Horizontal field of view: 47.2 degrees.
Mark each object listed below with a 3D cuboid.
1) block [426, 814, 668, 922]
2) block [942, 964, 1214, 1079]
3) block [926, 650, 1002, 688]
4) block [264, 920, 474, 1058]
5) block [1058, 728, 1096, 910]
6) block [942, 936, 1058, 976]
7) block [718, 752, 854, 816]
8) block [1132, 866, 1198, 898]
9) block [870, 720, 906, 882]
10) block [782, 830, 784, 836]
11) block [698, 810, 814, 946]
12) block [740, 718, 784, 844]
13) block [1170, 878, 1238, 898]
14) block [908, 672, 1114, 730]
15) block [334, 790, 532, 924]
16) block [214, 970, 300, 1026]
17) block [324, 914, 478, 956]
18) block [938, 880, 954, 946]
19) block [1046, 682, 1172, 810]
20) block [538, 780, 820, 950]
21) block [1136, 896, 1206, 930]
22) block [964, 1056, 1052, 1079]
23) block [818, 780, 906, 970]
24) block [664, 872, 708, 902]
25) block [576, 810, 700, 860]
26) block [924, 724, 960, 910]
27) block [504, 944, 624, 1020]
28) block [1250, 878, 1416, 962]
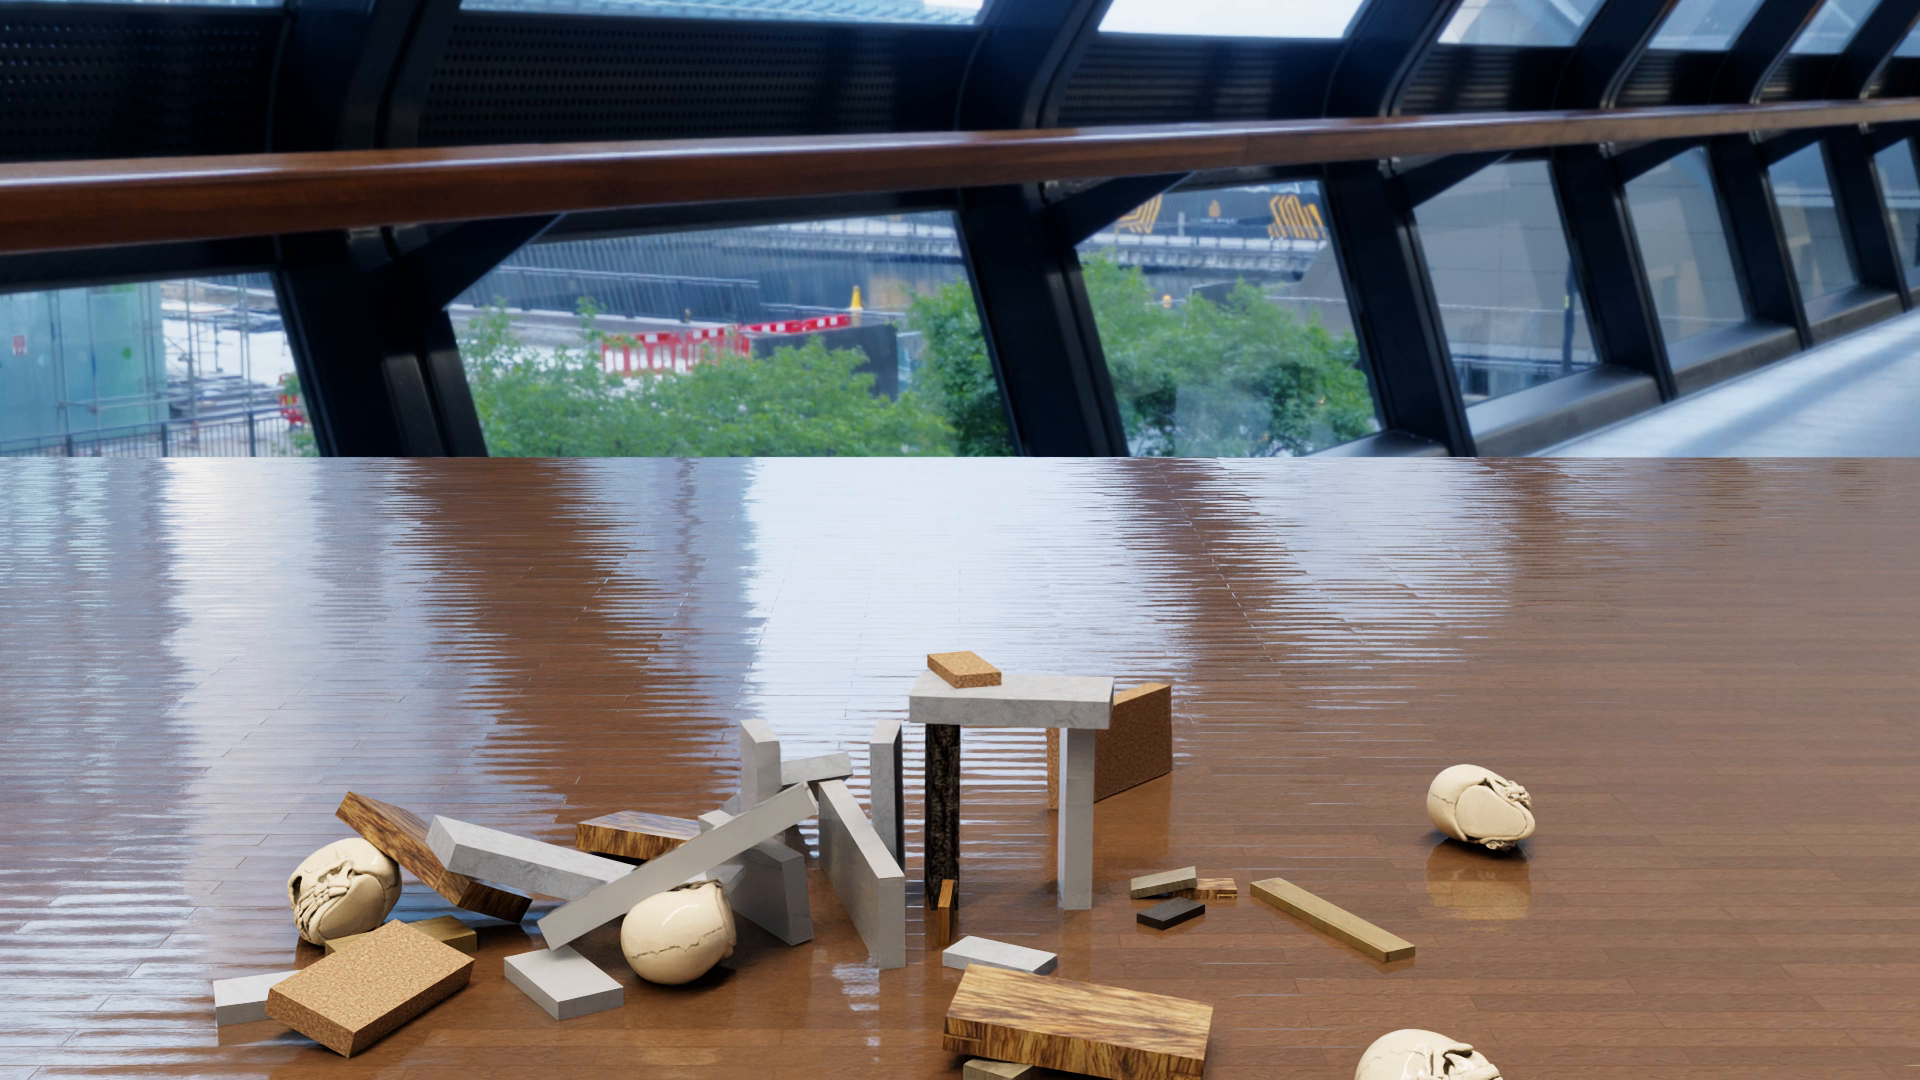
[{"bbox_3d":[-0.662,0.527,3.525,0.360,0.045,0.158,20,1,-27],"label":"block"},{"bbox_3d":[0.165,0.666,3.010,0.347,0.049,0.174,8,14,9],"label":"block"},{"bbox_3d":[0.006,0.214,3.635,0.078,0.022,0.157,-3,11,-18],"label":"block"},{"bbox_3d":[-0.845,0.641,3.166,0.145,0.041,0.291,22,17,17],"label":"block"},{"bbox_3d":[0.192,0.432,3.642,0.045,0.320,0.160,0,11,-1],"label":"block"},{"bbox_3d":[0.061,0.639,3.346,0.157,0.022,0.078,6,12,30],"label":"block"},{"bbox_3d":[-0.314,0.449,3.916,0.145,0.041,0.291,-6,-19,-29],"label":"block"},{"bbox_3d":[0.340,0.570,3.661,0.109,0.015,0.054,-13,10,7],"label":"block"},{"bbox_3d":[-0.119,0.453,3.639,0.040,0.281,0.140,0,10,4],"label":"block"},{"bbox_3d":[-0.312,0.515,3.725,0.018,0.128,0.064,-3,11,-16],"label":"block"},{"bbox_3d":[-0.331,0.540,3.541,0.040,0.140,0.281,-15,17,-31],"label":"block"},{"bbox_3d":[-0.328,0.451,3.647,0.040,0.281,0.140,-4,11,-16],"label":"block"},{"bbox_3d":[0.404,0.582,3.672,0.109,0.015,0.054,0,11,-1],"label":"block"},{"bbox_3d":[0.086,0.260,3.573,0.319,0.045,0.160,1,11,7],"label":"block"},{"bbox_3d":[-0.850,0.512,3.549,0.316,0.045,0.158,27,-5,33],"label":"block"},{"bbox_3d":[-0.978,0.661,3.206,0.204,0.029,0.102,-4,11,-20],"label":"block"},{"bbox_3d":[-0.861,0.627,3.392,0.204,0.029,0.102,-7,13,-34],"label":"block"},{"bbox_3d":[-0.022,0.591,3.491,0.018,0.064,0.128,1,11,3],"label":"block"},{"bbox_3d":[0.291,0.395,4.237,0.049,0.174,0.347,5,12,39],"label":"block"},{"bbox_3d":[-0.429,0.498,3.393,0.446,0.049,0.174,-27,-2,-4],"label":"block"},{"bbox_3d":[0.341,0.603,3.555,0.054,0.015,0.109,10,14,43],"label":"block"},{"bbox_3d":[0.082,0.705,2.987,0.078,0.022,0.157,7,13,35],"label":"block"},{"bbox_3d":[-0.164,0.534,3.575,0.041,0.145,0.518,-3,11,-13],"label":"block"},{"bbox_3d":[-0.455,0.577,3.687,0.064,0.018,0.128,0,11,-1],"label":"block"},{"bbox_3d":[-0.493,0.525,3.839,0.316,0.045,0.158,5,4,25],"label":"block"},{"bbox_3d":[-0.030,0.433,3.639,0.045,0.320,0.160,0,11,-5],"label":"block"},{"bbox_3d":[-0.587,0.653,3.252,0.102,0.029,0.204,-7,13,-33],"label":"block"},{"bbox_3d":[0.593,0.607,3.532,0.058,0.017,0.357,-5,12,-27],"label":"block"}]
